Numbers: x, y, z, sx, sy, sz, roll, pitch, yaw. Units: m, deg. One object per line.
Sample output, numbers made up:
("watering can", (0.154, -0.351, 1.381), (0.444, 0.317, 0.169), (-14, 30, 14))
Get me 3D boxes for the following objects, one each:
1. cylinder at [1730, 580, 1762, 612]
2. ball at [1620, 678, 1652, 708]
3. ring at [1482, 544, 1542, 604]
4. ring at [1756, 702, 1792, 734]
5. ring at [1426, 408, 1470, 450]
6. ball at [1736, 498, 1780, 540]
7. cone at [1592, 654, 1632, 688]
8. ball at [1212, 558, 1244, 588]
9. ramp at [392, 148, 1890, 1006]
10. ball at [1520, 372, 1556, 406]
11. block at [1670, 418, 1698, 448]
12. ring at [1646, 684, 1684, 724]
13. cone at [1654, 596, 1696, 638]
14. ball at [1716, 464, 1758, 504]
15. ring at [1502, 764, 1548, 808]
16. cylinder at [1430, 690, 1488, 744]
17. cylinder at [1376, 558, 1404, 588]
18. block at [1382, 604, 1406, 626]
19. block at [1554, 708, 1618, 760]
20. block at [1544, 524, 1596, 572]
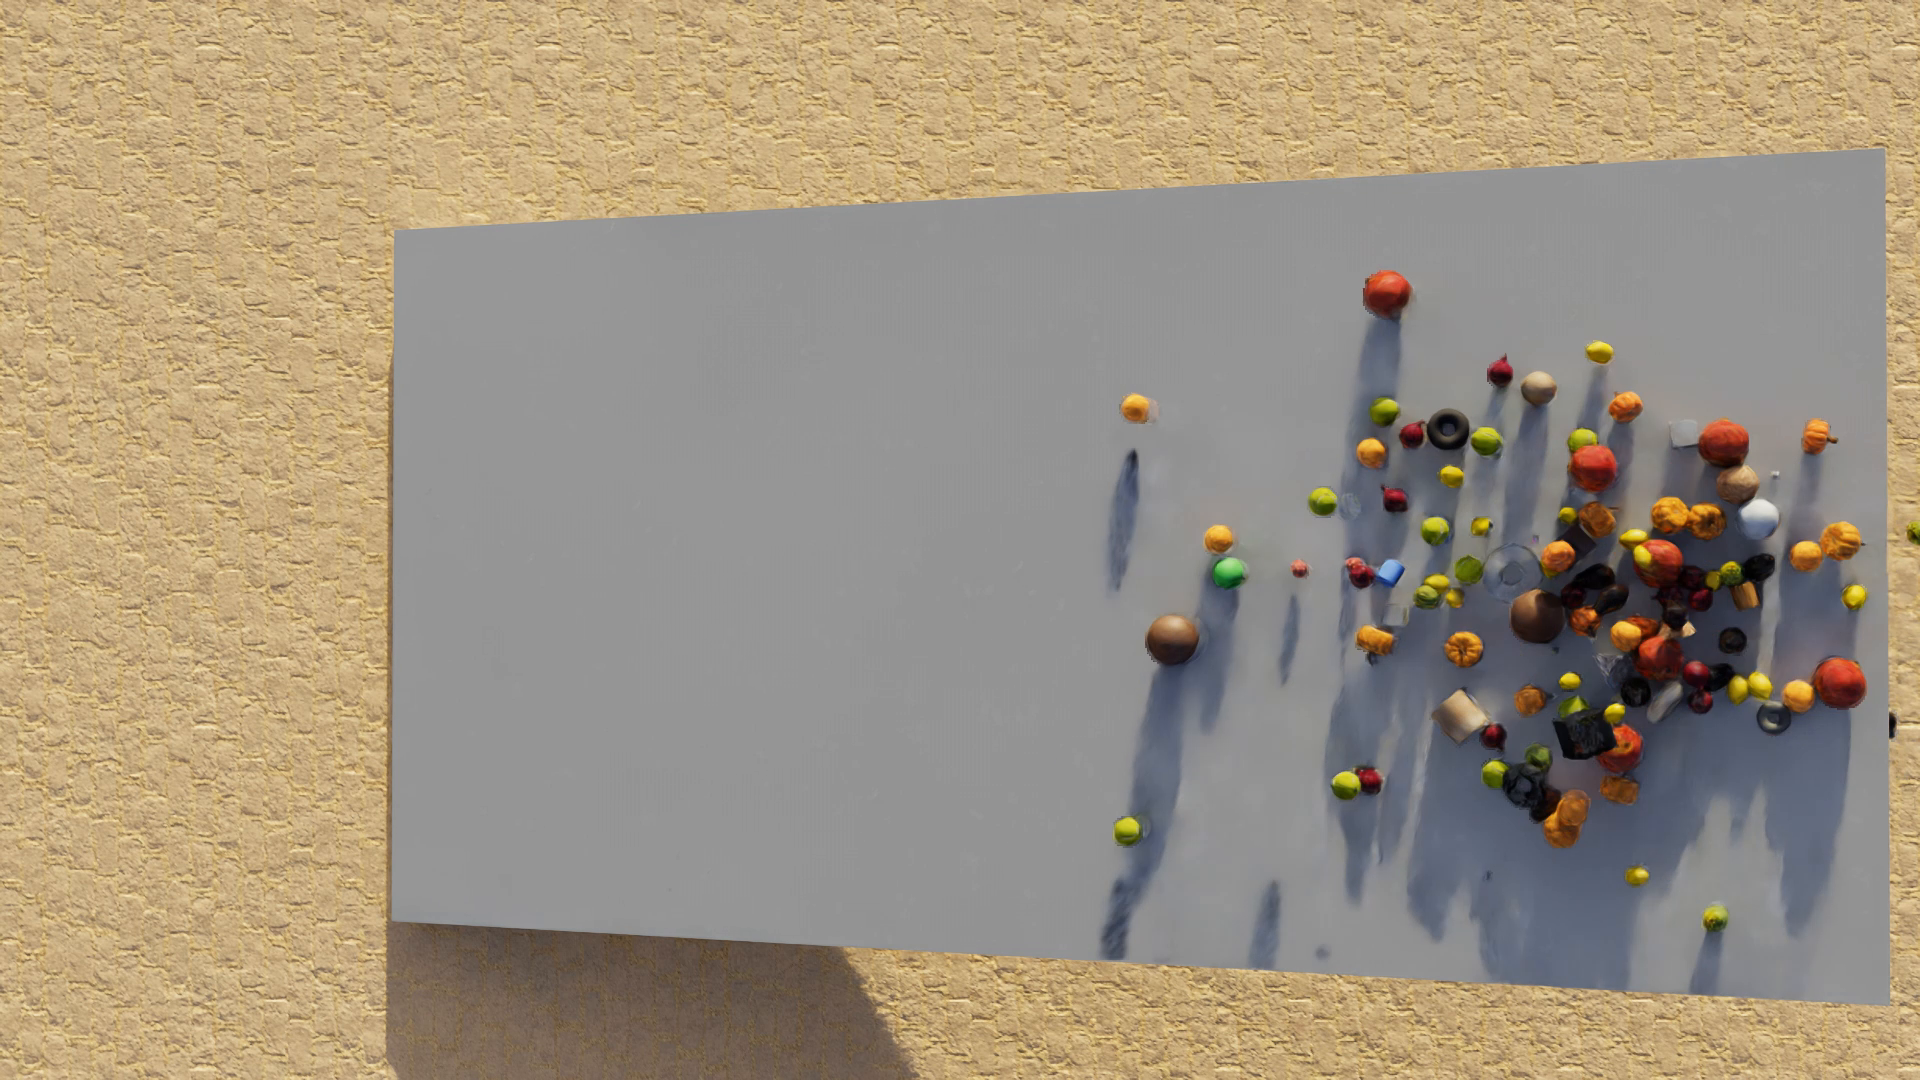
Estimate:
("cylinder", (1.849, 0.132, 5.174), (0.058, 0.058, 0.058), (-18, 83, 0))
("ball", (1.617, 0.365, 5.261), (0.070, 0.070, 0.070), (0, 89, 0))
("ring", (1.347, 0.083, 5.364), (0.146, 0.049, 0.146), (1, 93, 16))
("ring", (1.919, 0.420, 5.186), (0.078, 0.026, 0.078), (-1, 88, 18))
("ring", (1.204, -0.273, 5.423), (0.104, 0.035, 0.104), (-1, 88, 18))
("ball", (1.874, -0.048, 5.168), (0.096, 0.096, 0.096), (0, 89, 0))
("cone", (1.556, 0.296, 5.298), (0.087, 0.087, 0.087), (-49, 48, -1))
("ball", (0.678, 0.085, 5.567), (0.078, 0.078, 0.078), (0, 89, 0))
("ramp", (0.276, 0.093, 5.791), (4.000, 0.100, 2.000), (0, 89, 18))
("ball", (1.403, -0.367, 5.334), (0.083, 0.083, 0.083), (0, 89, 0))
("block", (1.726, -0.253, 5.240), (0.059, 0.059, 0.059), (-8, 87, 18))
("ring", (1.674, 0.388, 5.222), (0.038, 0.113, 0.113), (41, 89, 24))
("cone", (1.690, 0.177, 5.218), (0.095, 0.095, 0.095), (-11, 95, 0))
("ball", (1.833, -0.132, 5.185), (0.095, 0.095, 0.095), (0, 89, 0))
("ring", (1.361, 0.591, 5.300), (0.109, 0.036, 0.109), (6, 102, 31))
("cylinder", (1.220, 0.433, 5.374), (0.099, 0.099, 0.099), (-41, 77, -1))
("cylinder", (1.061, 0.083, 5.429), (0.052, 0.052, 0.052), (37, 76, 0))
("block", (1.076, 0.187, 5.449), (0.052, 0.052, 0.052), (1, 90, 21))
("block", (1.464, 0.454, 5.148), (0.091, 0.091, 0.091), (-19, 92, -16))
("block", (1.470, 0.019, 5.296), (0.073, 0.073, 0.073), (50, 132, 10))
